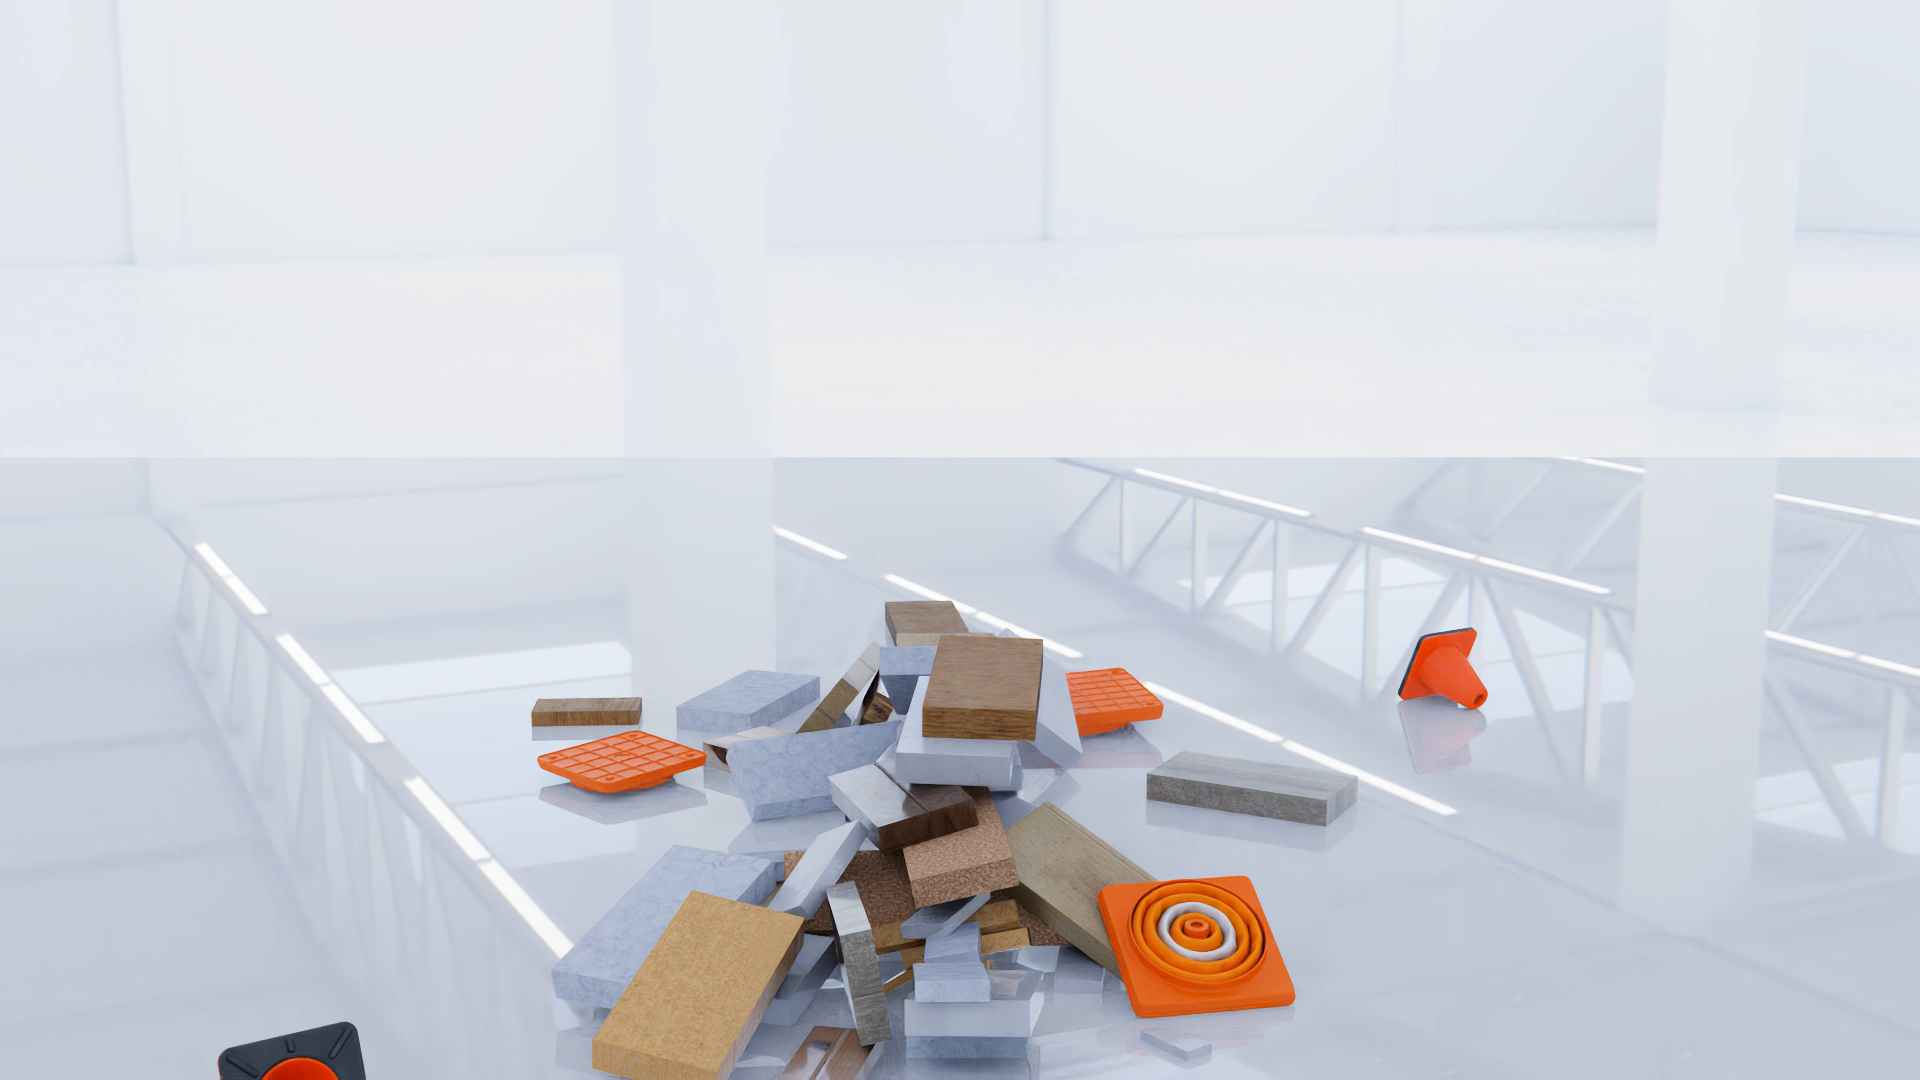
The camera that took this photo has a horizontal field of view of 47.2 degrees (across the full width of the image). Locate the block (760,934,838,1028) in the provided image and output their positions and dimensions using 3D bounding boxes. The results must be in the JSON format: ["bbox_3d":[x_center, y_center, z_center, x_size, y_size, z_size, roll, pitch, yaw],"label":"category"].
[{"bbox_3d":[-0.361,0.628,3.239,0.321,0.046,0.161,4,25,22],"label":"block"}]

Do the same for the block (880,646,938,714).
[{"bbox_3d":[-0.043,0.262,4.064,0.178,0.050,0.456,-1,-13,2],"label":"block"}]

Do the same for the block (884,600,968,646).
[{"bbox_3d":[-0.056,0.263,5.295,0.175,0.050,0.885,-1,11,-7],"label":"block"}]

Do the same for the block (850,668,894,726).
[{"bbox_3d":[-0.177,0.350,4.527,0.044,0.155,0.311,28,10,-4],"label":"block"}]

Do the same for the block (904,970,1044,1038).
[{"bbox_3d":[0.023,0.603,2.873,0.156,0.044,0.311,-1,-4,5],"label":"block"}]

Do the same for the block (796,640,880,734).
[{"bbox_3d":[-0.248,0.326,4.649,0.048,0.168,0.336,40,14,0],"label":"block"}]

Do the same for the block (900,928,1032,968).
[{"bbox_3d":[0.011,0.611,3.295,0.190,0.027,0.095,-11,-11,2],"label":"block"}]

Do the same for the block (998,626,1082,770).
[{"bbox_3d":[0.155,0.320,4.492,0.168,0.048,0.336,38,18,-20],"label":"block"}]

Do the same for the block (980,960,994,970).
[{"bbox_3d":[0.004,0.631,3.232,0.077,0.022,0.154,-1,-12,-4],"label":"block"}]

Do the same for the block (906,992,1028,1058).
[{"bbox_3d":[0.007,0.655,2.983,0.156,0.044,0.311,0,-4,-1],"label":"block"}]

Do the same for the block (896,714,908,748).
[{"bbox_3d":[0.002,0.322,3.824,0.178,0.050,0.355,2,6,6],"label":"block"}]

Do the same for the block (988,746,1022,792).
[{"bbox_3d":[0.013,0.373,3.978,0.167,0.047,0.335,-2,15,-3],"label":"block"}]

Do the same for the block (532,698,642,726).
[{"bbox_3d":[-0.806,0.371,4.758,0.226,0.032,0.113,-1,11,-3],"label":"block"}]

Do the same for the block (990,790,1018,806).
[{"bbox_3d":[0.009,0.501,3.793,0.167,0.047,0.335,0,25,4],"label":"block"}]

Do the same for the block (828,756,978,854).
[{"bbox_3d":[-0.094,0.411,3.472,0.154,0.044,0.309,-15,13,-15],"label":"block"}]

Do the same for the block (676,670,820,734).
[{"bbox_3d":[-0.458,0.354,4.805,0.175,0.050,0.350,4,11,21],"label":"block"}]

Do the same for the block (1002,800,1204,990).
[{"bbox_3d":[0.197,0.540,3.374,0.321,0.046,0.161,33,46,30],"label":"block"}]

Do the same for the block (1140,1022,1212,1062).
[{"bbox_3d":[0.300,0.697,3.056,0.047,0.013,0.094,-8,13,-37],"label":"block"}]

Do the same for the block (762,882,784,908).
[{"bbox_3d":[-0.317,0.594,3.572,0.098,0.028,0.196,2,11,9],"label":"block"}]

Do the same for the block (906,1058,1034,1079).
[{"bbox_3d":[0.010,0.686,2.797,0.156,0.044,0.311,0,-4,-1],"label":"block"}]

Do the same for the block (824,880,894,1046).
[{"bbox_3d":[-0.145,0.594,3.112,0.044,0.154,0.309,-11,5,-6],"label":"block"}]

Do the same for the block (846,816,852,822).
[{"bbox_3d":[-0.158,0.482,4.079,0.123,0.062,0.017,-8,13,-38],"label":"block"}]

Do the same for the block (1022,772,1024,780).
[{"bbox_3d":[0.065,0.460,4.232,0.106,0.015,0.053,11,44,24],"label":"block"}]

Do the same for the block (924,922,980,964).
[{"bbox_3d":[-0.010,0.588,3.177,0.077,0.022,0.154,-10,5,2],"label":"block"}]

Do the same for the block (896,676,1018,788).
[{"bbox_3d":[0.004,0.308,3.582,0.178,0.050,0.355,2,16,5],"label":"block"}]

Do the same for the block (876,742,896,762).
[{"bbox_3d":[-0.071,0.371,3.843,0.095,0.027,0.190,3,15,16],"label":"block"}]

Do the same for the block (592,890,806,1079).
[{"bbox_3d":[-0.355,0.622,3.040,0.175,0.049,0.349,12,28,12],"label":"block"}]

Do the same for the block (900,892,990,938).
[{"bbox_3d":[-0.020,0.554,3.279,0.071,0.020,0.162,-7,9,27],"label":"block"}]

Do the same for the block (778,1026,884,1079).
[{"bbox_3d":[-0.189,0.721,2.888,0.098,0.028,0.339,2,11,12],"label":"block"}]

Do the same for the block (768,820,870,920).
[{"bbox_3d":[-0.220,0.508,3.325,0.098,0.028,0.196,-26,18,40],"label":"block"}]

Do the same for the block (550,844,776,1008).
[{"bbox_3d":[-0.433,0.574,3.260,0.175,0.049,0.349,5,25,24],"label":"block"}]

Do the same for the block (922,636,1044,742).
[{"bbox_3d":[0.042,0.241,3.633,0.179,0.051,0.357,2,16,4],"label":"block"}]

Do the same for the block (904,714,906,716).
[{"bbox_3d":[-0.039,0.336,4.737,0.175,0.050,0.350,-2,21,-10],"label":"block"}]

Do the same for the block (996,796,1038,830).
[{"bbox_3d":[-0.027,0.511,3.540,0.377,0.027,0.095,-23,25,-31],"label":"block"}]

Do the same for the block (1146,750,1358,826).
[{"bbox_3d":[0.555,0.470,4.177,0.357,0.051,0.179,6,12,28],"label":"block"}]

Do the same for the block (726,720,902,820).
[{"bbox_3d":[-0.243,0.434,4.173,0.370,0.044,0.155,-5,46,-27],"label":"block"}]

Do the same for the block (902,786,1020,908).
[{"bbox_3d":[-0.017,0.450,3.428,0.154,0.044,0.489,-12,12,-3],"label":"block"}]

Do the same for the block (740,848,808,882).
[{"bbox_3d":[-0.305,0.547,3.690,0.226,0.032,0.113,2,0,-38],"label":"block"}]

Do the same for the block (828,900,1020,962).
[{"bbox_3d":[-0.132,0.601,3.293,0.444,0.013,0.047,-11,34,0],"label":"block"}]

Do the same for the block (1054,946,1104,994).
[{"bbox_3d":[0.181,0.646,3.313,0.071,0.020,0.142,1,11,6],"label":"block"}]

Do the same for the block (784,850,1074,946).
[{"bbox_3d":[-0.014,0.554,3.404,0.510,0.046,0.161,0,39,-7],"label":"block"}]

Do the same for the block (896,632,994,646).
[{"bbox_3d":[-0.031,0.235,4.169,0.179,0.051,0.357,0,-13,-2],"label":"block"}]

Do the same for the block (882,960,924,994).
[{"bbox_3d":[-0.078,0.639,3.226,0.094,0.013,0.047,-35,-7,27],"label":"block"}]

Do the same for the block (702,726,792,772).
[{"bbox_3d":[-0.334,0.437,4.361,0.336,0.048,0.168,9,14,41],"label":"block"}]

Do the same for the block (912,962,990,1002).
[{"bbox_3d":[-0.013,0.562,2.798,0.092,0.026,0.184,0,-4,-2],"label":"block"}]
